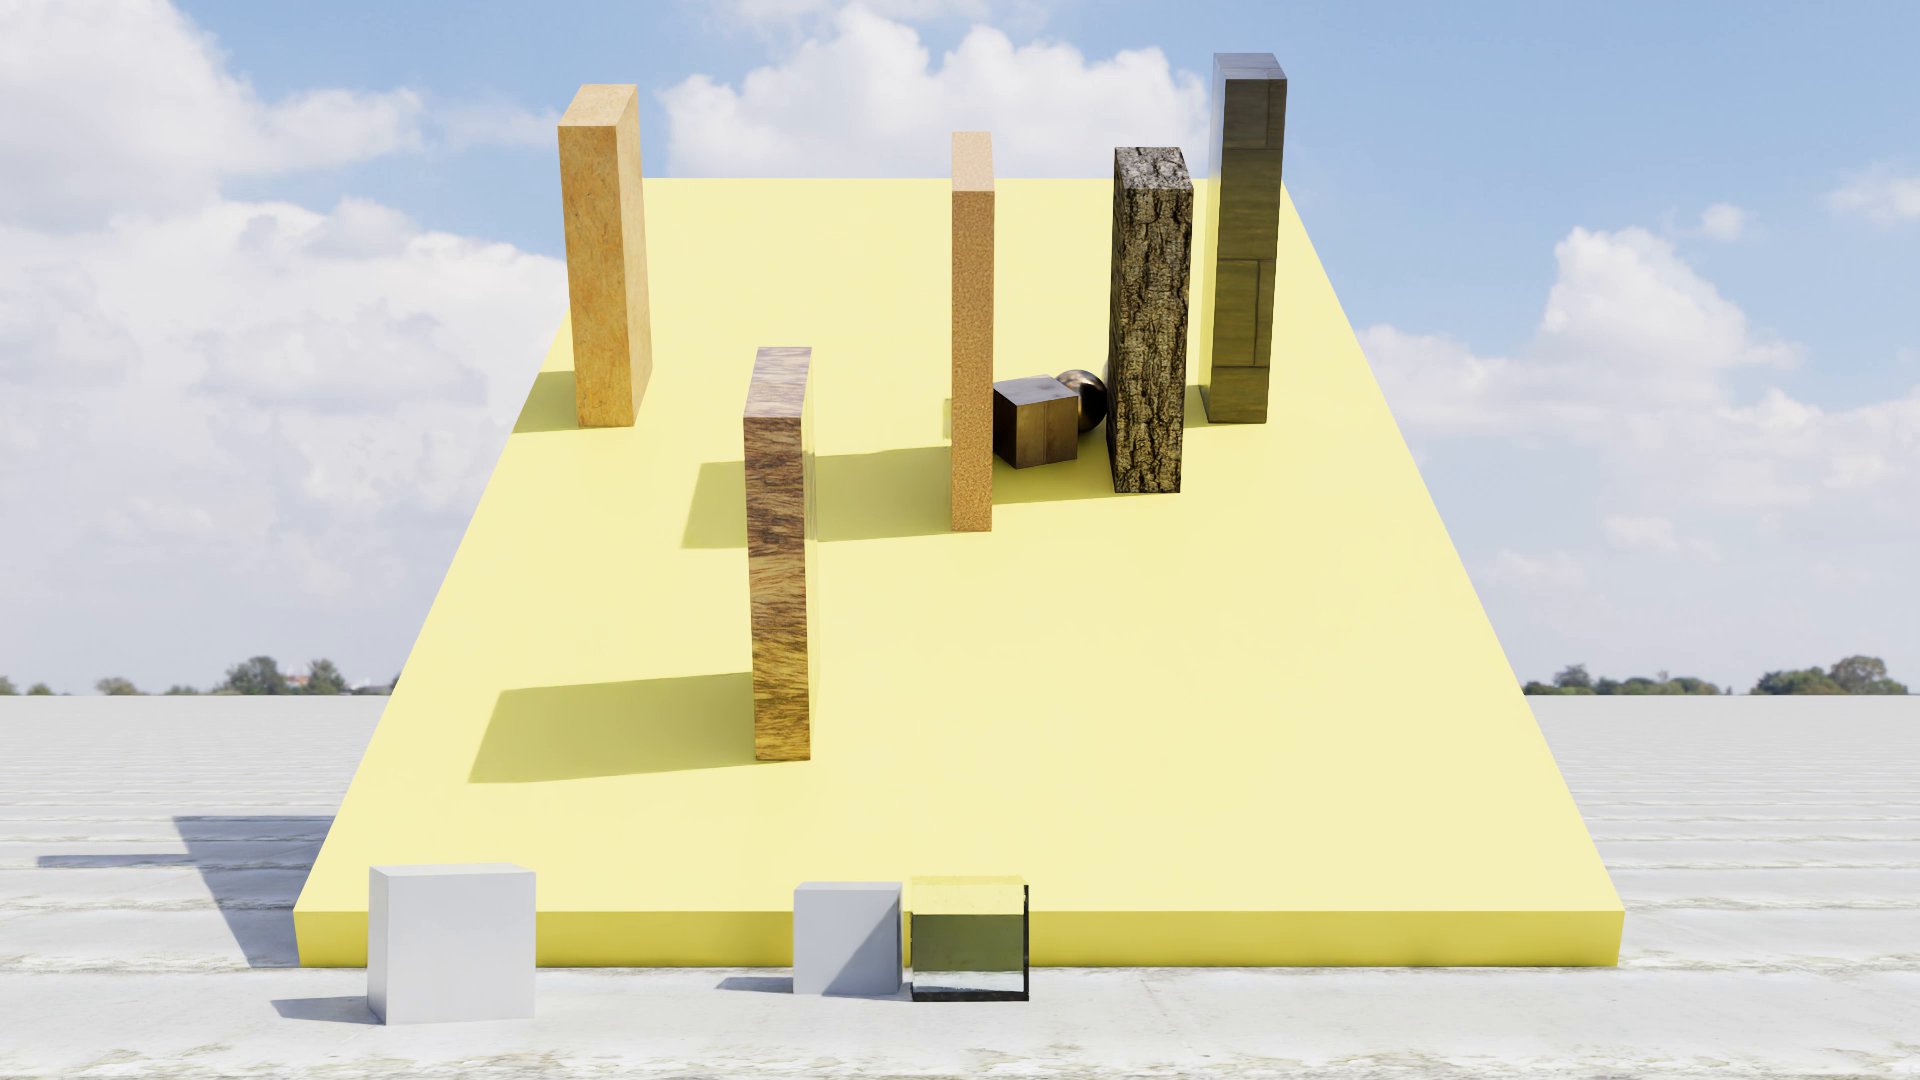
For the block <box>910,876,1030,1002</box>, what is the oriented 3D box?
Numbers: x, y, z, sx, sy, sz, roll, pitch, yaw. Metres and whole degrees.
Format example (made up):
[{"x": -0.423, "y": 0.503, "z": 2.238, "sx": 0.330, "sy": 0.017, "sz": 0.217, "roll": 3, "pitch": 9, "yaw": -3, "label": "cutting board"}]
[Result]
[{"x": 0.012, "y": 0.549, "z": 3.228, "sx": 0.156, "sy": 0.156, "sz": 0.156, "roll": 0, "pitch": -4, "yaw": -3, "label": "block"}]

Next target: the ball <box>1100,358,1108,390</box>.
[{"x": 0.415, "y": -0.361, "z": 5.282, "sx": 0.195, "sy": 0.195, "sz": 0.195, "roll": 0, "pitch": -4, "yaw": 0, "label": "ball"}]

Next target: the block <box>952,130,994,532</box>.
[{"x": 0.024, "y": -0.436, "z": 4.817, "sx": 0.082, "sy": 0.715, "sz": 0.448, "roll": 0, "pitch": 25, "yaw": 0, "label": "block"}]

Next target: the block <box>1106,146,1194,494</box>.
[{"x": 0.397, "y": -0.467, "z": 4.950, "sx": 0.139, "sy": 0.663, "sz": 0.320, "roll": 0, "pitch": 25, "yaw": 0, "label": "block"}]

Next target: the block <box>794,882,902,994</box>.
[{"x": -0.156, "y": 0.560, "z": 3.296, "sx": 0.143, "sy": 0.143, "sz": 0.143, "roll": 0, "pitch": -4, "yaw": 2, "label": "block"}]

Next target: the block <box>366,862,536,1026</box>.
[{"x": -0.665, "y": 0.523, "z": 3.046, "sx": 0.186, "sy": 0.186, "sz": 0.186, "roll": 1, "pitch": -4, "yaw": -22, "label": "block"}]

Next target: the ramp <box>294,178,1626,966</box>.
[{"x": -0.009, "y": -0.229, "z": 5.345, "sx": 2.000, "sy": 0.100, "sz": 4.000, "roll": 0, "pitch": 25, "yaw": 0, "label": "ramp"}]

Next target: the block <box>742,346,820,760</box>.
[{"x": -0.296, "y": 0.021, "z": 3.932, "sx": 0.091, "sy": 0.618, "sz": 0.325, "roll": 0, "pitch": 25, "yaw": 0, "label": "block"}]

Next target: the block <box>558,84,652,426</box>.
[{"x": -0.800, "y": -0.649, "z": 5.307, "sx": 0.125, "sy": 0.692, "sz": 0.375, "roll": 0, "pitch": 25, "yaw": 0, "label": "block"}]

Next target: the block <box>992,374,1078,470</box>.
[{"x": 0.158, "y": -0.261, "z": 5.116, "sx": 0.149, "sy": 0.149, "sz": 0.149, "roll": -11, "pitch": 27, "yaw": -23, "label": "block"}]

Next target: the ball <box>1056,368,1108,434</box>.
[{"x": 0.261, "y": -0.311, "z": 5.231, "sx": 0.145, "sy": 0.145, "sz": 0.145, "roll": 0, "pitch": -4, "yaw": 0, "label": "ball"}]

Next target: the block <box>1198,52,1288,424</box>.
[{"x": 0.631, "y": -0.676, "z": 5.256, "sx": 0.132, "sy": 0.789, "sz": 0.251, "roll": 0, "pitch": 25, "yaw": 0, "label": "block"}]
